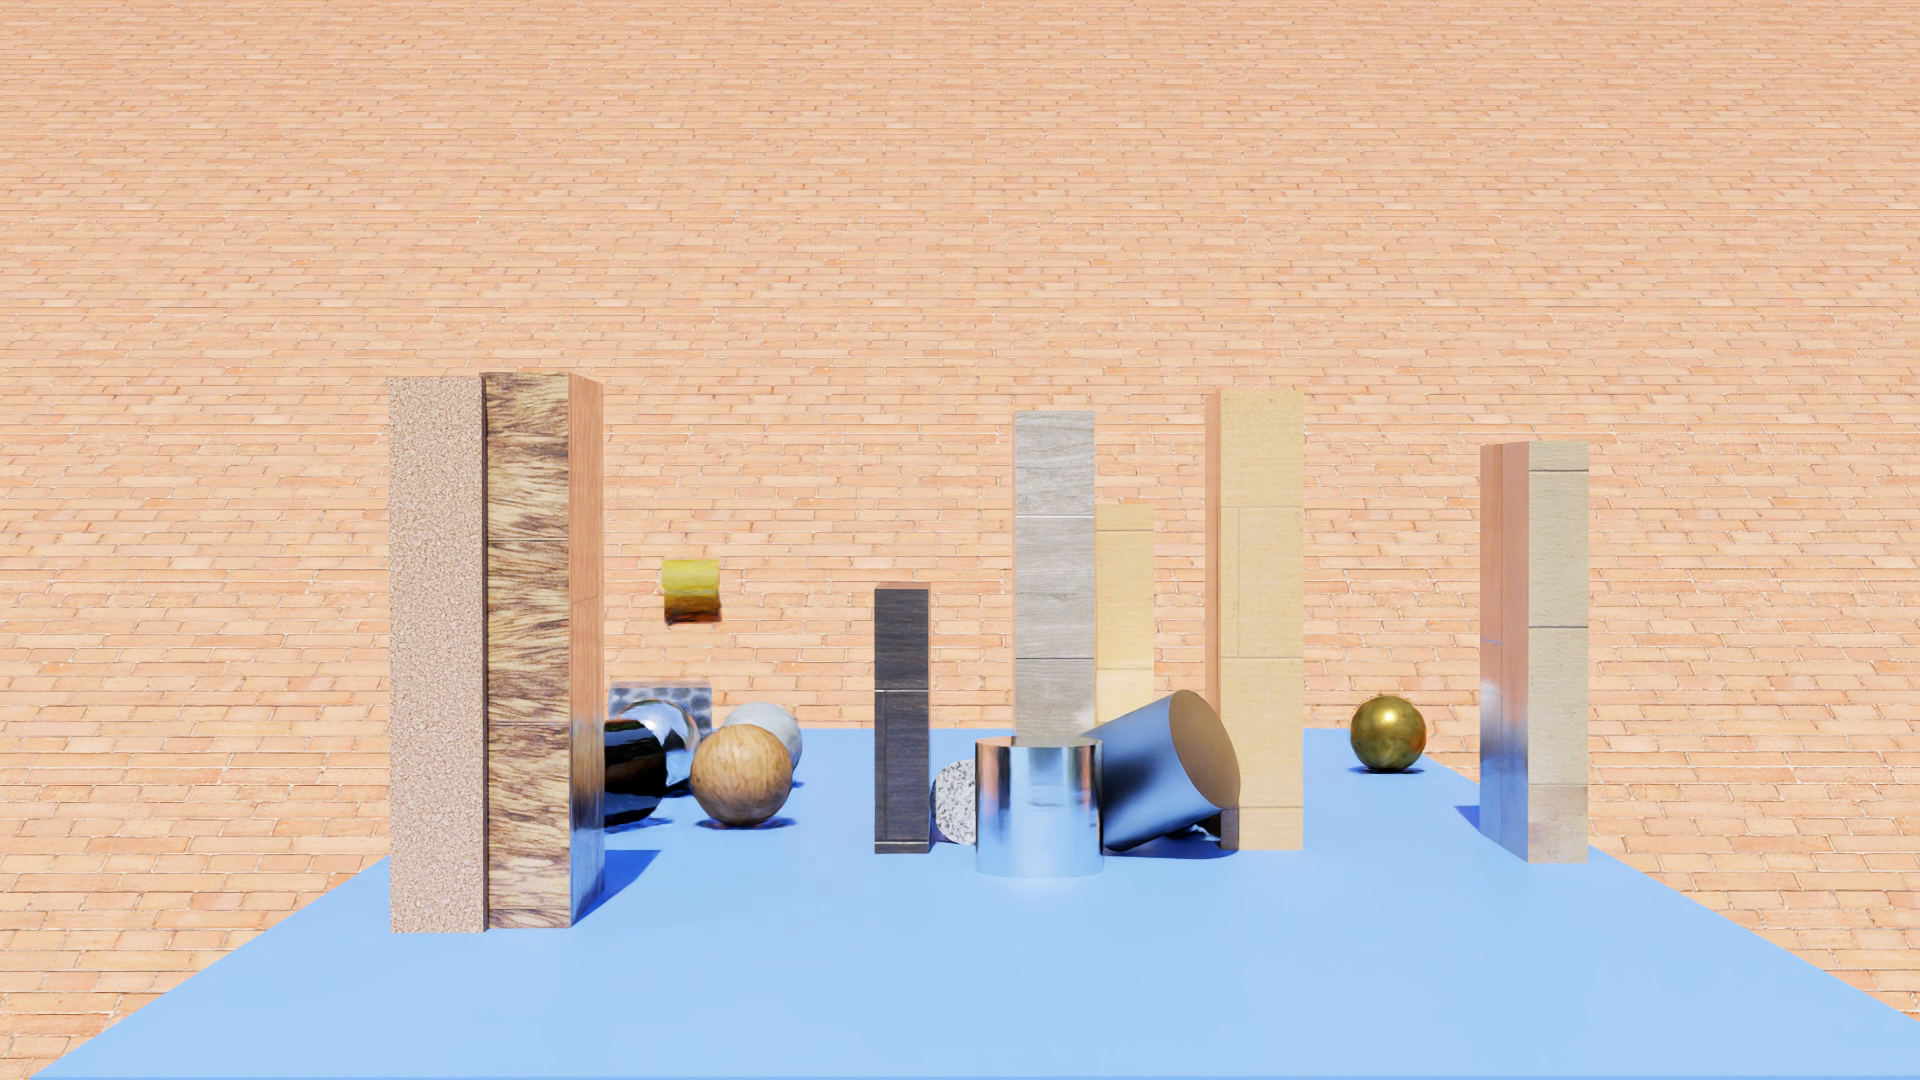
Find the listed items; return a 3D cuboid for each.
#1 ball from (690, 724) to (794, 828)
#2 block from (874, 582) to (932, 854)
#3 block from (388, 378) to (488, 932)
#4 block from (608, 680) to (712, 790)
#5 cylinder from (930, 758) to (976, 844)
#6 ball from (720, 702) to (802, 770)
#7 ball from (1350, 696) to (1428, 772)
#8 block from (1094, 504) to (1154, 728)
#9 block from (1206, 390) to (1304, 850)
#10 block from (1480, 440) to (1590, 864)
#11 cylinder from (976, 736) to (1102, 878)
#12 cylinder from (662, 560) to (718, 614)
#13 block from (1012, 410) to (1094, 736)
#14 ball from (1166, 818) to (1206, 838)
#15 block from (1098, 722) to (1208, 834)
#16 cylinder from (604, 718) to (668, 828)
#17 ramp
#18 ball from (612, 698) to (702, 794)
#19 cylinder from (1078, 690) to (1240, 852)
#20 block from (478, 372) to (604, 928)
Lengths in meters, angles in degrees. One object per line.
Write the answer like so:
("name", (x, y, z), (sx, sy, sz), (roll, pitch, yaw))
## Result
("ball", (-0.389, 0.419, 4.601), (0.184, 0.184, 0.184), (0, 28, 0))
("block", (-0.096, 0.295, 4.426), (0.089, 0.436, 0.374), (0, 1, 0))
("block", (-0.703, 0.152, 3.628), (0.124, 0.745, 0.332), (0, 1, 0))
("block", (-0.613, 0.398, 5.290), (0.205, 0.205, 0.205), (0, 1, -6))
("cylinder", (0.045, 0.442, 4.418), (0.143, 0.143, 0.143), (15, 8, 27))
("ball", (-0.406, 0.414, 5.233), (0.175, 0.175, 0.175), (0, 28, 0))
("ball", (0.915, 0.415, 5.518), (0.164, 0.164, 0.164), (0, 28, 0))
("block", (0.298, 0.220, 4.812), (0.103, 0.574, 0.283), (0, 1, 0))
("block", (0.501, 0.132, 4.420), (0.136, 0.763, 0.275), (0, 1, 0))
("block", (0.956, 0.177, 4.317), (0.096, 0.675, 0.384), (0, 1, 0))
("cylinder", (0.125, 0.417, 4.064), (0.202, 0.202, 0.202), (0, 1, 0))
("cylinder", (-0.760, 0.132, 7.287), (0.153, 0.153, 0.153), (-2, 28, -6))
("block", (0.164, 0.142, 4.623), (0.136, 0.736, 0.311), (0, 1, 0))
("ball", (0.372, 0.459, 4.439), (0.107, 0.107, 0.107), (0, 28, 0))
("block", (0.341, 0.420, 4.583), (0.182, 0.182, 0.182), (0, 1, 0))
("cylinder", (-0.651, 0.416, 4.569), (0.190, 0.190, 0.190), (16, 9, 28))
("ramp", (0.062, 0.561, 4.599), (2.000, 0.100, 4.000), (0, 1, 0))
("ball", (-0.605, 0.408, 5.092), (0.192, 0.192, 0.192), (0, 28, 0))
("cylinder", (0.316, 0.379, 4.235), (0.207, 0.207, 0.207), (-27, 15, 28))
("block", (-0.590, 0.147, 3.669), (0.121, 0.754, 0.348), (0, 1, 0))
